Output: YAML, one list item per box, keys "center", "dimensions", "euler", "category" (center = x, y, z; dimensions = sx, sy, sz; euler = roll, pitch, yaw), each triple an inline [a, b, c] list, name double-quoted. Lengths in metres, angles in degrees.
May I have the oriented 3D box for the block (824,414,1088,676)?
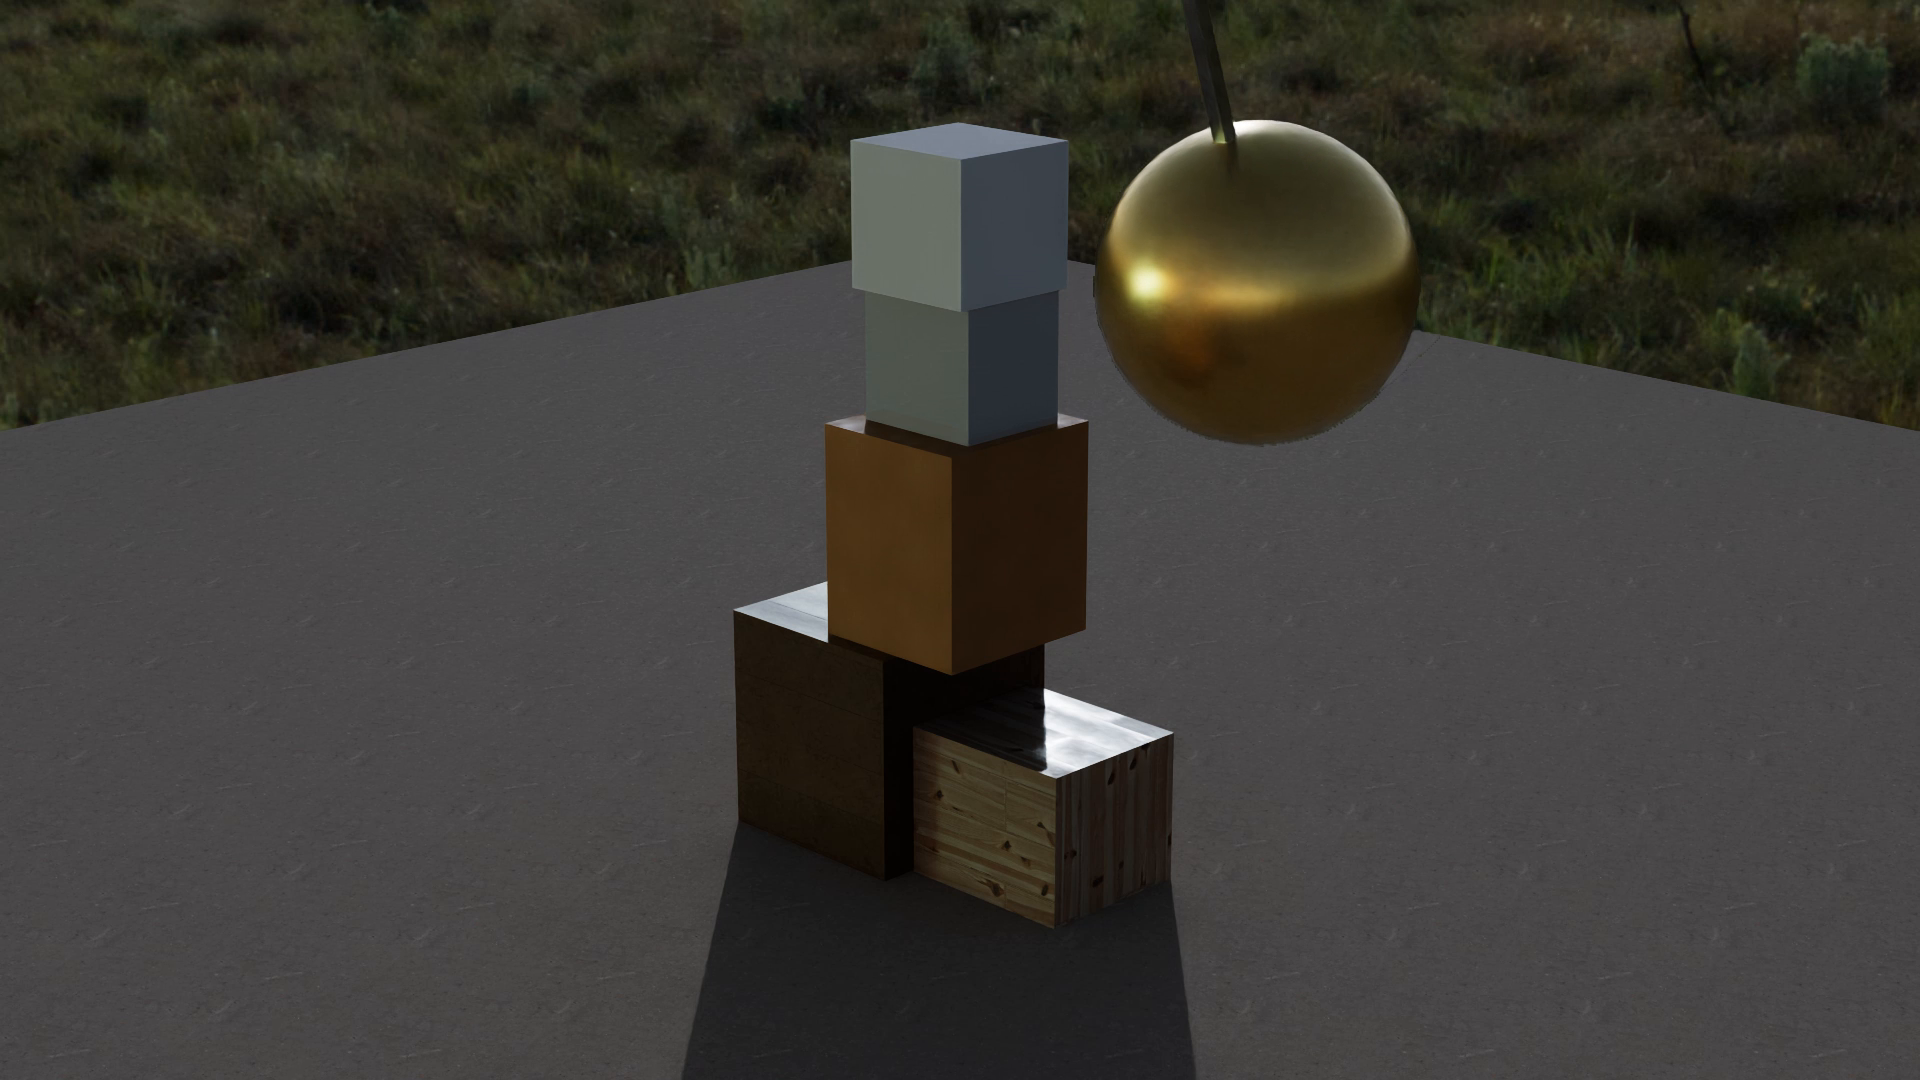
- center: [-0.013, -0.056, 13.310]
  dimensions: [0.870, 0.994, 0.805]
  euler: [-17, 24, -42]
  category: "block"

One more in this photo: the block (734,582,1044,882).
- center: [-0.332, 0.832, 13.921]
  dimensions: [1.051, 1.066, 1.017]
  euler: [-17, 24, -42]
  category: "block"

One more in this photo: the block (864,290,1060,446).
- center: [0.008, -0.828, 13.090]
  dimensions: [0.568, 0.611, 0.649]
  euler: [-17, 24, -42]
  category: "block"

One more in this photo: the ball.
- center: [1.467, -1.267, 14.481]
  dimensions: [1.600, 1.600, 1.600]
  euler: [0, 17, 0]
  category: "ball"

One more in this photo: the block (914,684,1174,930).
- center: [0.375, 1.196, 13.350]
  dimensions: [0.776, 0.714, 0.888]
  euler: [-17, 24, -42]
  category: "block"

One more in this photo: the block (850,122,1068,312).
- center: [-0.002, -1.430, 12.890]
  dimensions: [0.665, 0.658, 0.682]
  euler: [-17, 24, -42]
  category: "block"

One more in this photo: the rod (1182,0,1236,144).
- center: [0.636, -4.061, 12.732]
  dimensions: [0.080, 5.200, 0.080]
  euler: [17, 44, 42]
  category: "rod"
